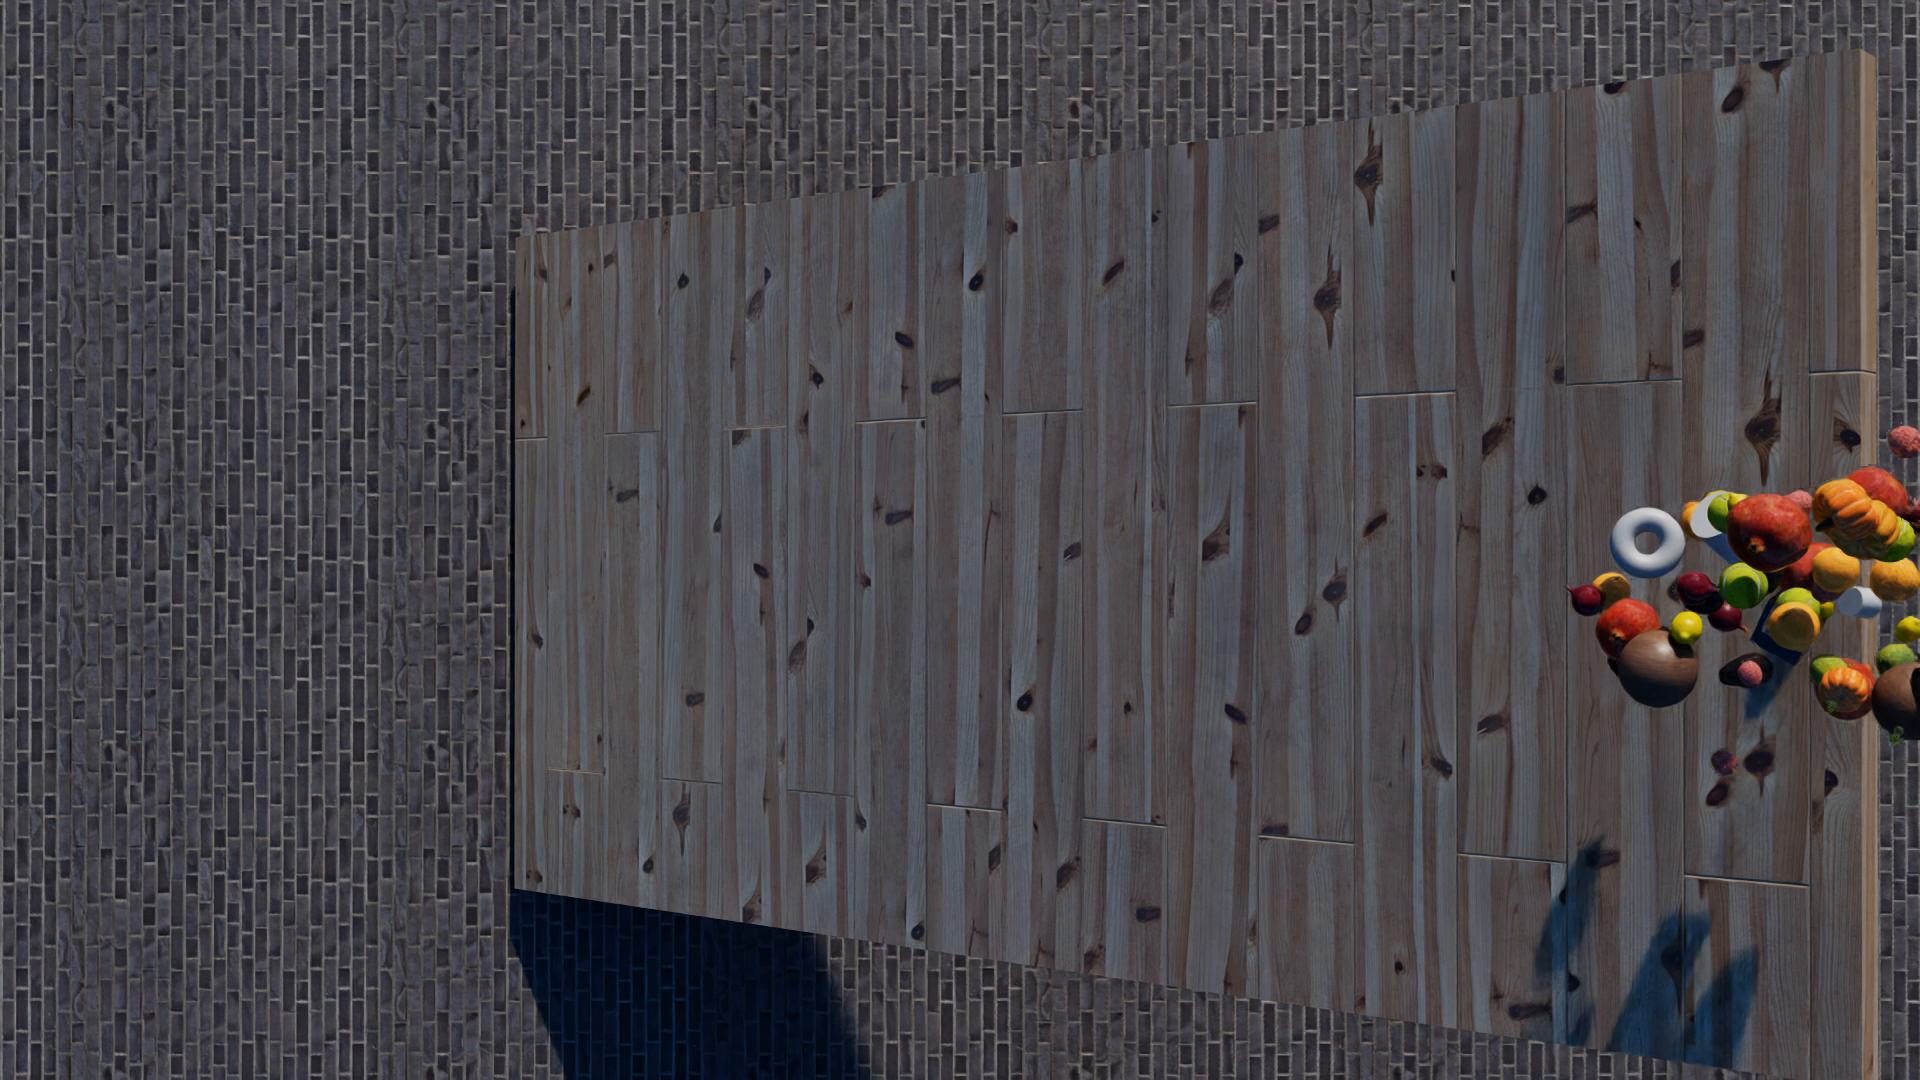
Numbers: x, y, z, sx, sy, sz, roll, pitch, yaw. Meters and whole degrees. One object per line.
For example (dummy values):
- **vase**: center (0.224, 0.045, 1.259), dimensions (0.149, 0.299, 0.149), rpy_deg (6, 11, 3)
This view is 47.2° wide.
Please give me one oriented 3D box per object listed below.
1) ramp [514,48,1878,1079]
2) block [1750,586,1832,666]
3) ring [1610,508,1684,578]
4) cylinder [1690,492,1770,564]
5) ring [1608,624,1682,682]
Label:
- **ramp**: center (0.214, 0.062, 5.529), dimensions (4.000, 0.100, 2.000), rpy_deg (0, 90, 39)
- **block**: center (1.554, 0.159, 4.114), dimensions (0.093, 0.093, 0.093), rpy_deg (32, 126, 27)
- **ring**: center (1.267, 0.006, 4.054), dimensions (0.132, 0.044, 0.132), rpy_deg (-2, 81, 15)
- **cylinder**: center (1.378, -0.021, 3.938), dimensions (0.097, 0.097, 0.097), rpy_deg (35, 90, -28)
- **ring**: center (1.306, 0.215, 4.197), dimensions (0.139, 0.139, 0.046), rpy_deg (-28, 121, 0)
